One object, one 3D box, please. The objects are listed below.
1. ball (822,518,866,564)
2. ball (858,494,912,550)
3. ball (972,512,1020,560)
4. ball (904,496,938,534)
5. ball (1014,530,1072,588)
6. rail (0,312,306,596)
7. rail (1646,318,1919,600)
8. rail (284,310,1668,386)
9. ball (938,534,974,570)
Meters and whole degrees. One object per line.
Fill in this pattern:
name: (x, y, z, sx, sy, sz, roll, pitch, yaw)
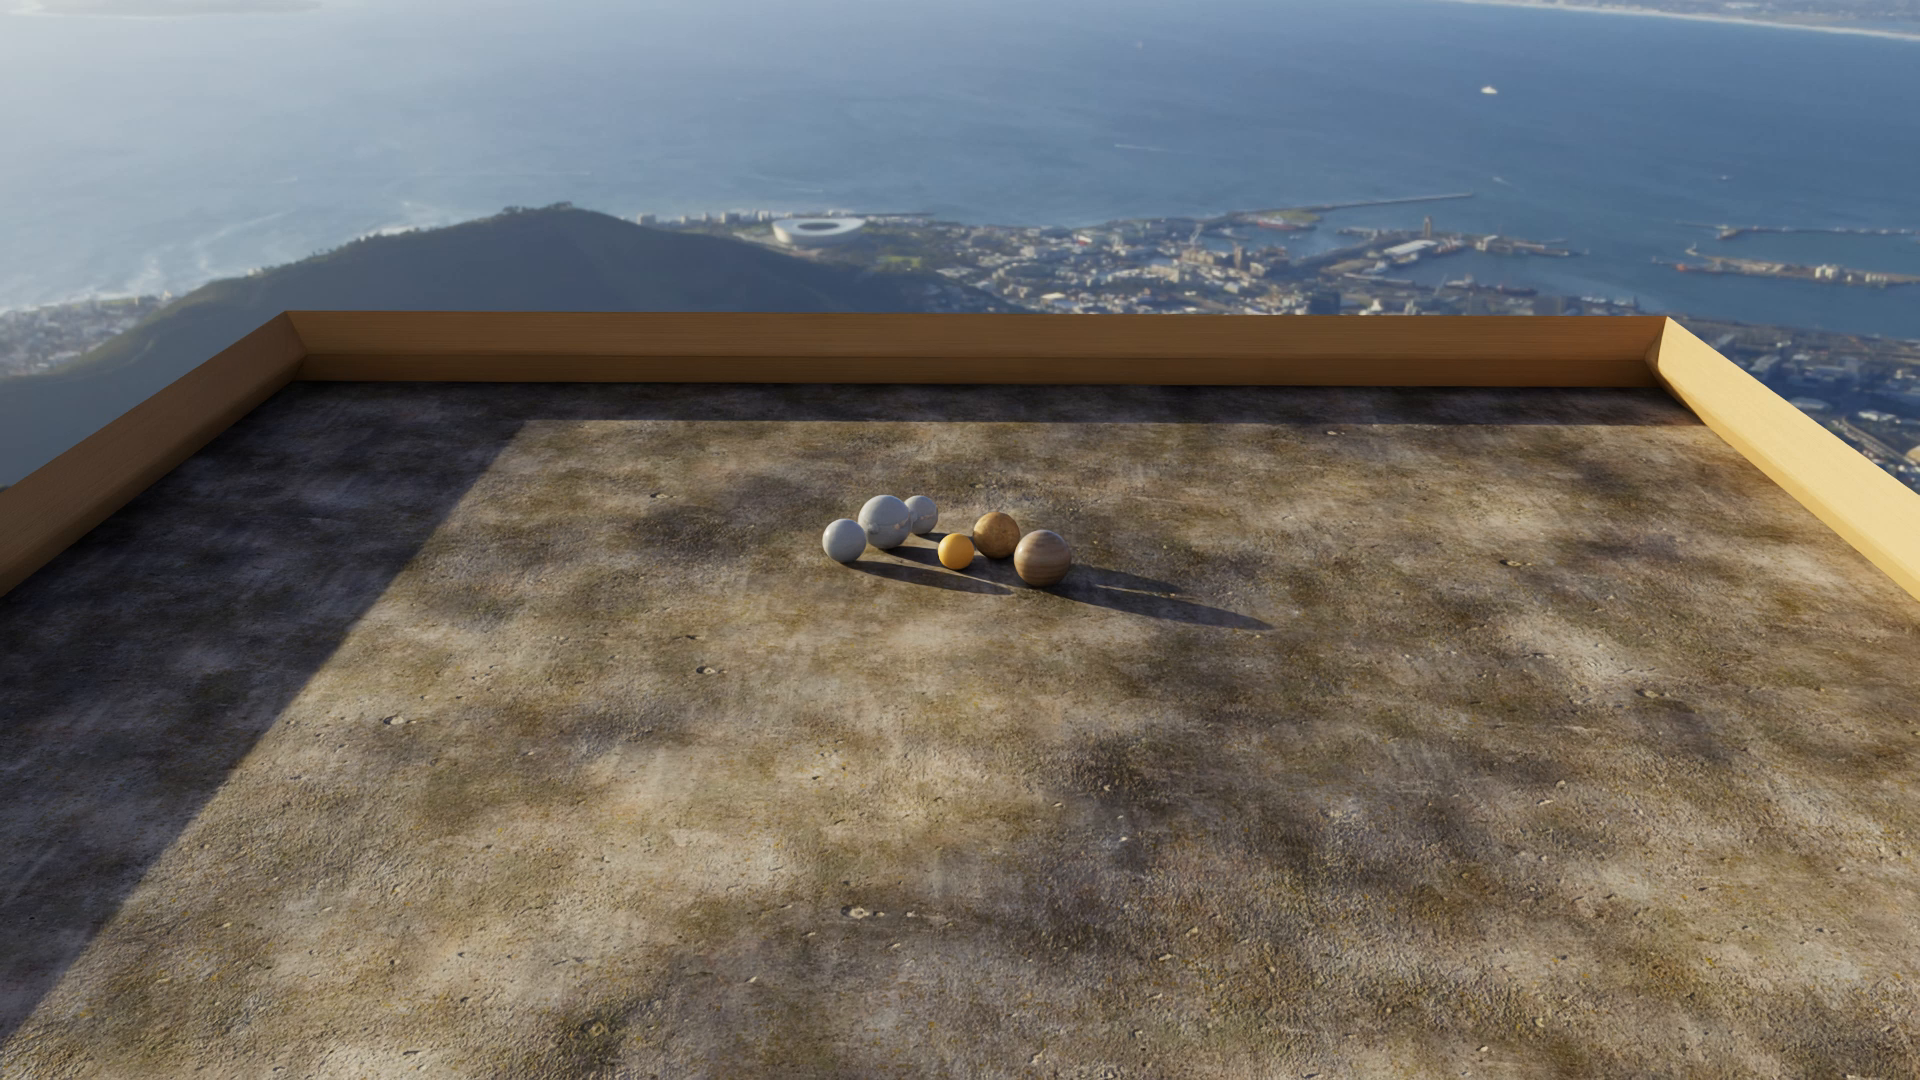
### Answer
ball: (-0.143, 0.001, 2.720, 0.055, 0.055, 0.055, 0, 18, 0)
ball: (-0.094, -0.023, 2.773, 0.069, 0.069, 0.069, 0, 18, 0)
ball: (0.045, -0.006, 2.735, 0.059, 0.059, 0.059, 0, 18, 0)
ball: (-0.053, -0.032, 2.833, 0.051, 0.051, 0.051, 0, 18, 0)
ball: (0.099, 0.022, 2.631, 0.069, 0.069, 0.069, 0, 18, 0)
rail: (-1.129, 0.250, 1.824, 0.045, 0.117, 3.808, 0, 18, 1)
rail: (1.089, 0.264, 1.780, 0.045, 0.117, 3.808, 0, 18, 1)
rail: (0.019, -0.308, 3.595, 2.266, 0.117, 0.045, 0, 18, 1)
ball: (-0.005, 0.014, 2.695, 0.045, 0.045, 0.045, 0, 18, 0)
